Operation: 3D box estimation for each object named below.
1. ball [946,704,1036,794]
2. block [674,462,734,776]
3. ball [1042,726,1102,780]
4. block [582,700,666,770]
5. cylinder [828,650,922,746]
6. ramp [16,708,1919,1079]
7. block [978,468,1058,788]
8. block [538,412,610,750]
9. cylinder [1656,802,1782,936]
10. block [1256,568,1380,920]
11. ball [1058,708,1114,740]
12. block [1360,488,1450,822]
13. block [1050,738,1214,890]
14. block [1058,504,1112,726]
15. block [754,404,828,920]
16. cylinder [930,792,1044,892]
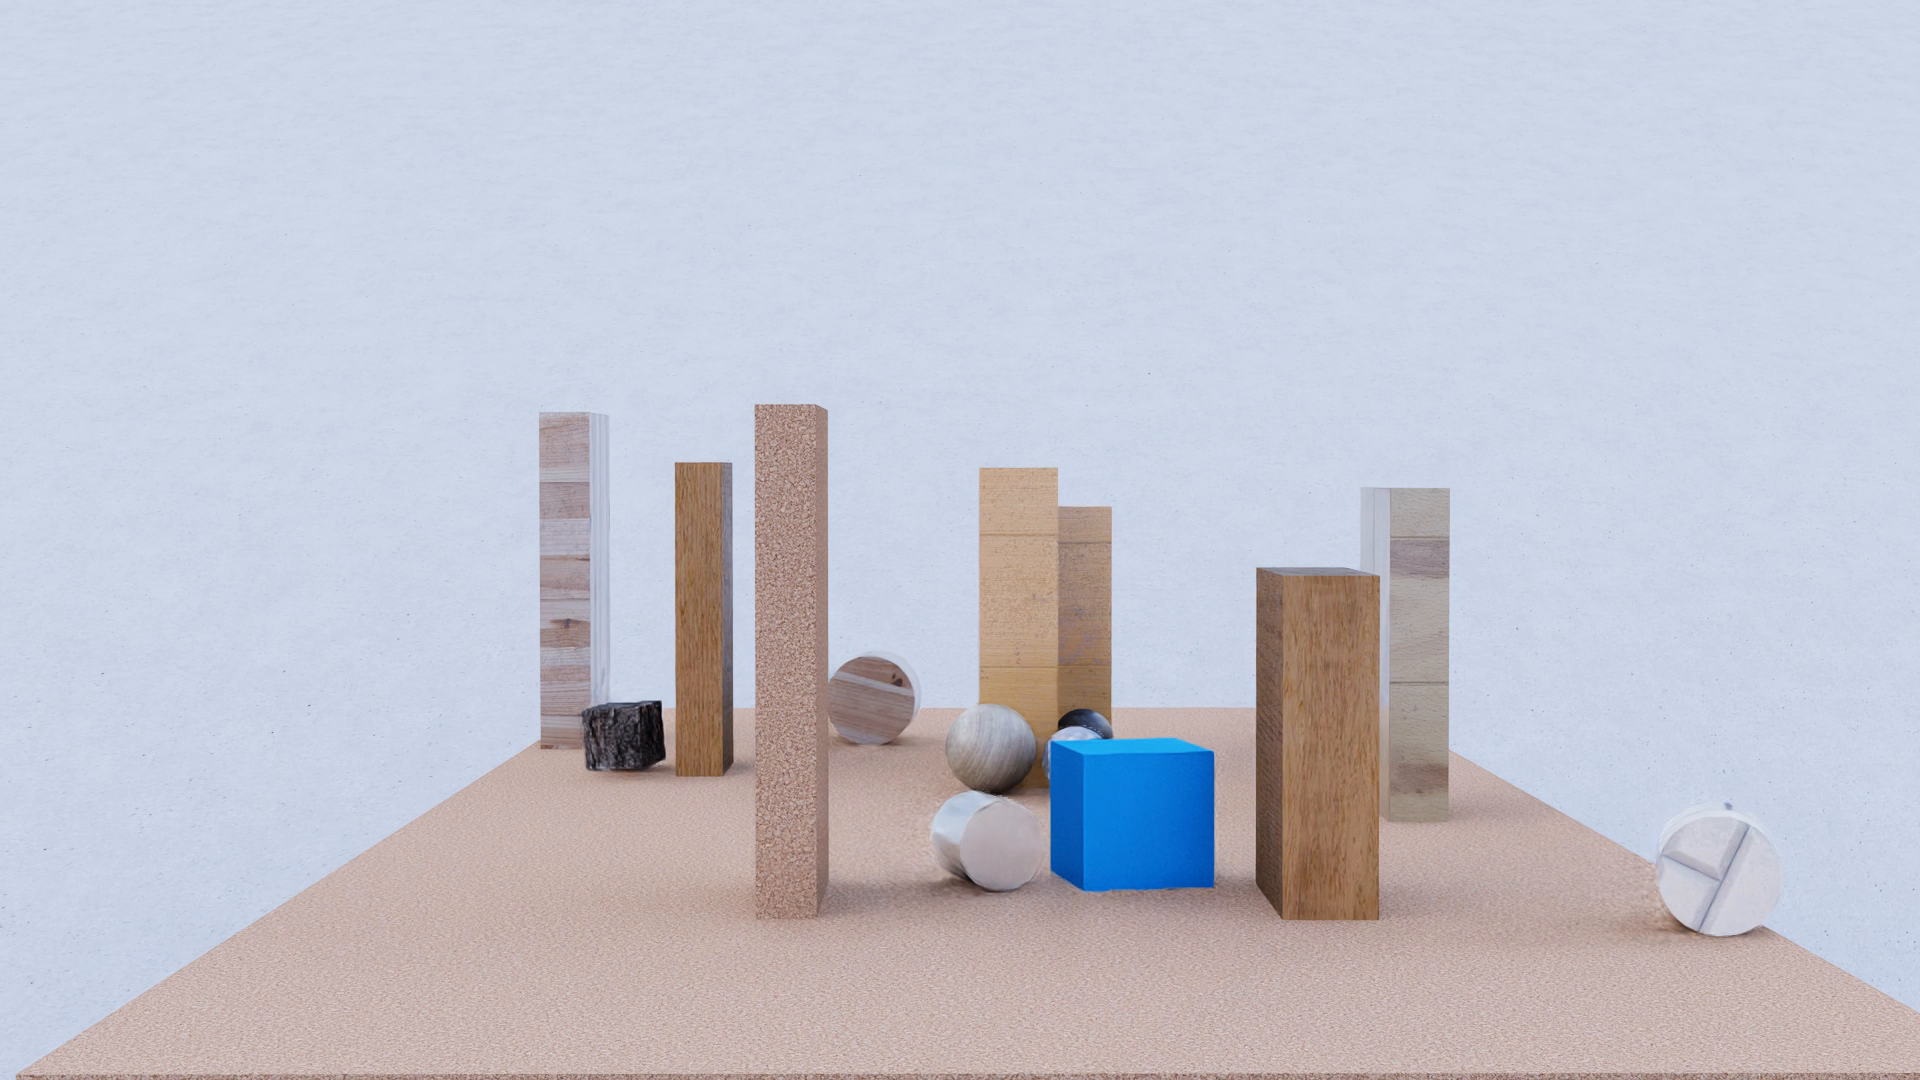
[{"bbox_3d":[0.058,0.388,4.809,0.168,0.168,0.168,0,26,0],"label":"ball"},{"bbox_3d":[-0.514,0.153,5.194,0.092,0.619,0.247,0,1,0],"label":"block"},{"bbox_3d":[0.216,0.410,4.797,0.126,0.126,0.126,0,26,0],"label":"ball"},{"bbox_3d":[-0.679,0.395,5.215,0.121,0.121,0.121,-4,2,16],"label":"block"},{"bbox_3d":[-0.191,0.350,5.752,0.197,0.197,0.197,2,2,3],"label":"cylinder"},{"bbox_3d":[0.058,0.529,4.566,2.000,0.100,4.000,0,1,0],"label":"ramp"},{"bbox_3d":[0.111,0.162,5.072,0.149,0.608,0.368,0,1,0],"label":"block"},{"bbox_3d":[-0.855,0.084,5.739,0.109,0.729,0.323,0,1,0],"label":"block"},{"bbox_3d":[0.997,0.431,3.396,0.156,0.156,0.156,7,3,14],"label":"cylinder"},{"bbox_3d":[0.495,0.274,3.593,0.129,0.460,0.310,0,1,0],"label":"block"},{"bbox_3d":[0.248,0.401,5.194,0.123,0.123,0.123,0,26,0],"label":"ball"},{"bbox_3d":[0.785,0.193,4.567,0.102,0.571,0.319,0,1,0],"label":"block"},{"bbox_3d":[0.252,0.401,3.803,0.195,0.195,0.195,0,2,-12],"label":"block"},{"bbox_3d":[0.240,0.191,5.449,0.136,0.529,0.398,0,1,0],"label":"block"},{"bbox_3d":[-0.233,0.159,3.609,0.082,0.689,0.330,0,1,0],"label":"block"},{"bbox_3d":[0.039,0.436,3.739,0.129,0.129,0.129,-9,4,-19],"label":"cylinder"}]
